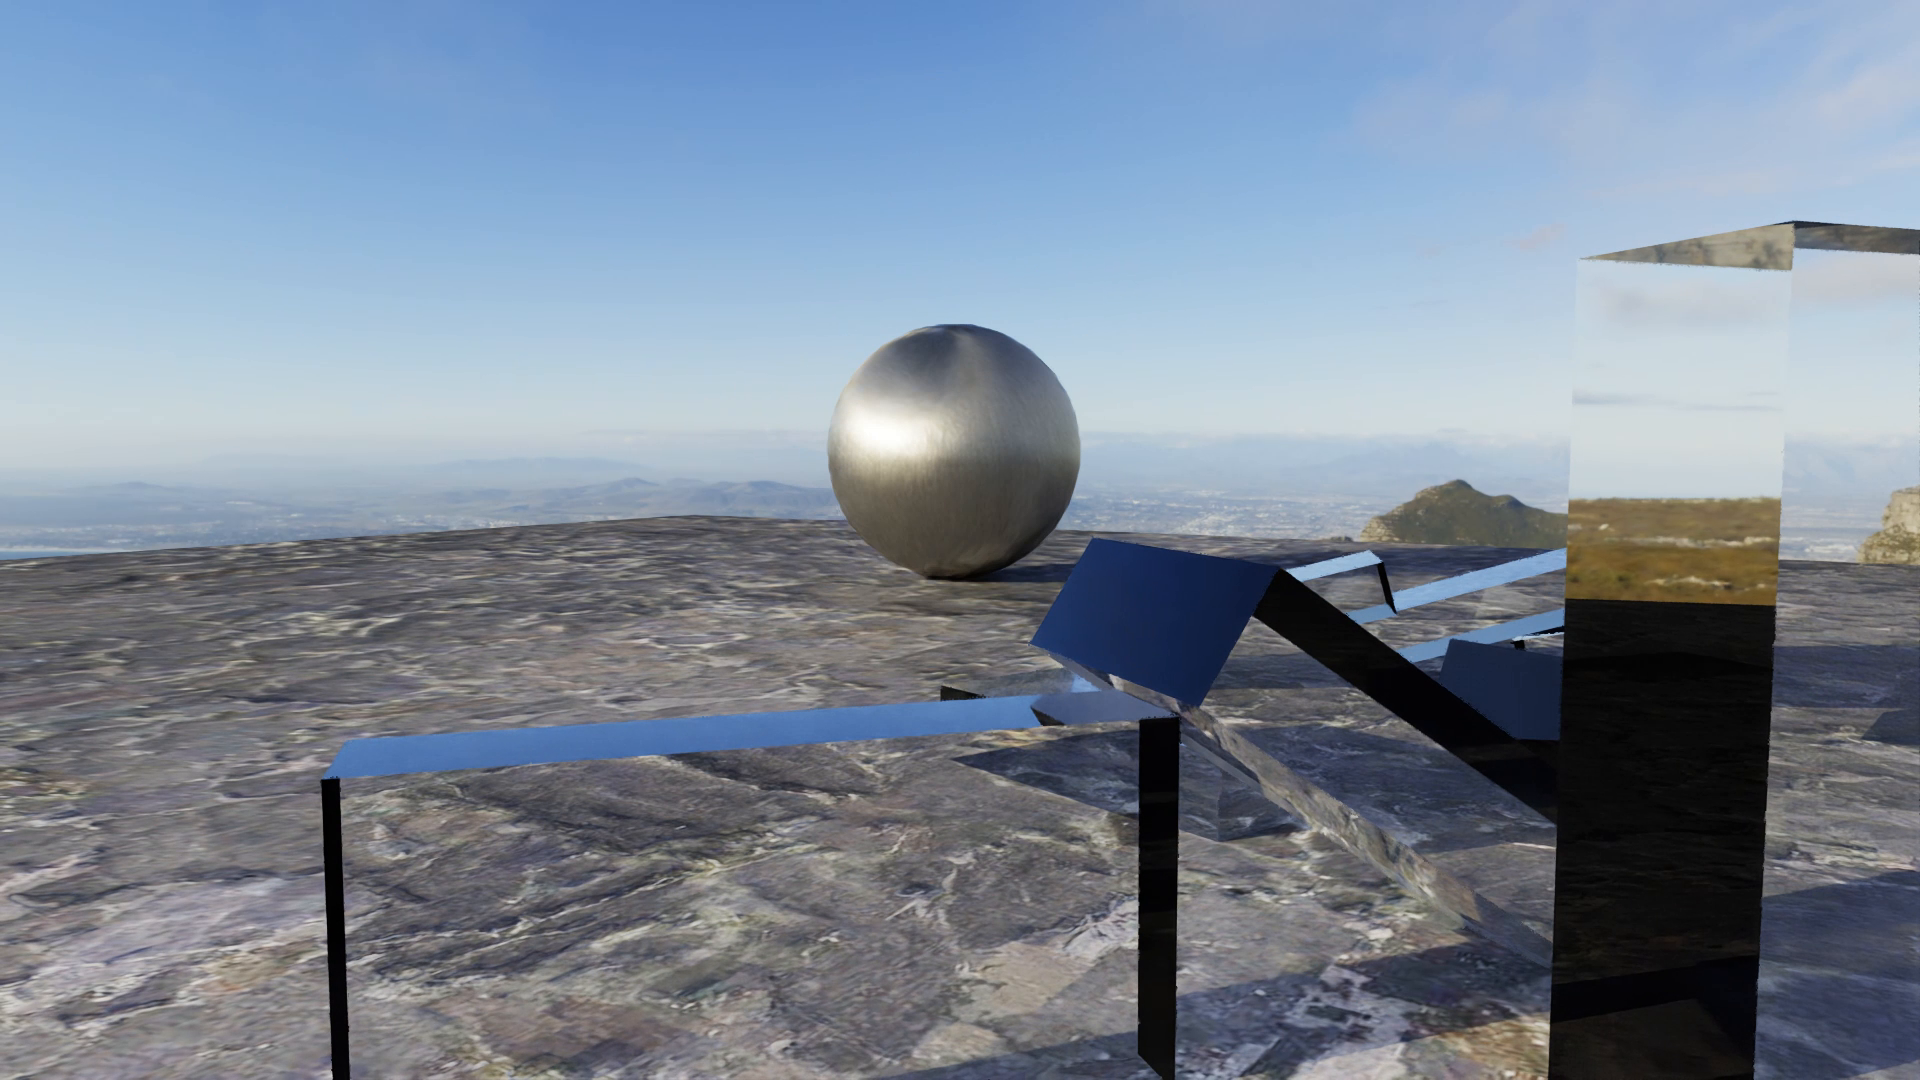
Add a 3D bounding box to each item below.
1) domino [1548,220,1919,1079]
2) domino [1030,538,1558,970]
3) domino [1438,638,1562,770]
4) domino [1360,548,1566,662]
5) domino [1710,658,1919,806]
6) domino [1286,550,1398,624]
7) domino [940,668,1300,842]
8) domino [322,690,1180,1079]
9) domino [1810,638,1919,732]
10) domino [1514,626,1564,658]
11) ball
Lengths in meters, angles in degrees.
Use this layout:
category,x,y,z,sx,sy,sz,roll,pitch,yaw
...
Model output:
category,x,y,z,sx,sy,sz,roll,pitch,yaw
domino,0.038,0.014,0.053,0.025,0.050,0.010,-1,5,-18
domino,0.032,0.018,0.094,0.050,0.009,0.025,34,-7,-19
domino,0.065,0.021,0.104,0.050,0.009,0.025,21,-6,-26
domino,0.091,0.013,0.235,0.050,0.010,0.025,-17,0,15
domino,0.100,0.022,0.124,0.050,0.010,0.025,15,-3,-28
domino,0.053,0.014,0.238,0.050,0.009,0.025,-15,1,13
domino,0.022,0.026,0.164,0.025,0.010,0.050,-3,5,-37
domino,-0.011,0.024,0.080,0.050,0.025,0.010,-1,5,-18
domino,0.154,0.018,0.183,0.050,0.010,0.025,-17,-8,41
domino,0.122,0.016,0.216,0.050,0.009,0.025,-12,-2,28
ball,-0.002,-0.028,0.405,0.080,0.080,0.080,0,4,0
